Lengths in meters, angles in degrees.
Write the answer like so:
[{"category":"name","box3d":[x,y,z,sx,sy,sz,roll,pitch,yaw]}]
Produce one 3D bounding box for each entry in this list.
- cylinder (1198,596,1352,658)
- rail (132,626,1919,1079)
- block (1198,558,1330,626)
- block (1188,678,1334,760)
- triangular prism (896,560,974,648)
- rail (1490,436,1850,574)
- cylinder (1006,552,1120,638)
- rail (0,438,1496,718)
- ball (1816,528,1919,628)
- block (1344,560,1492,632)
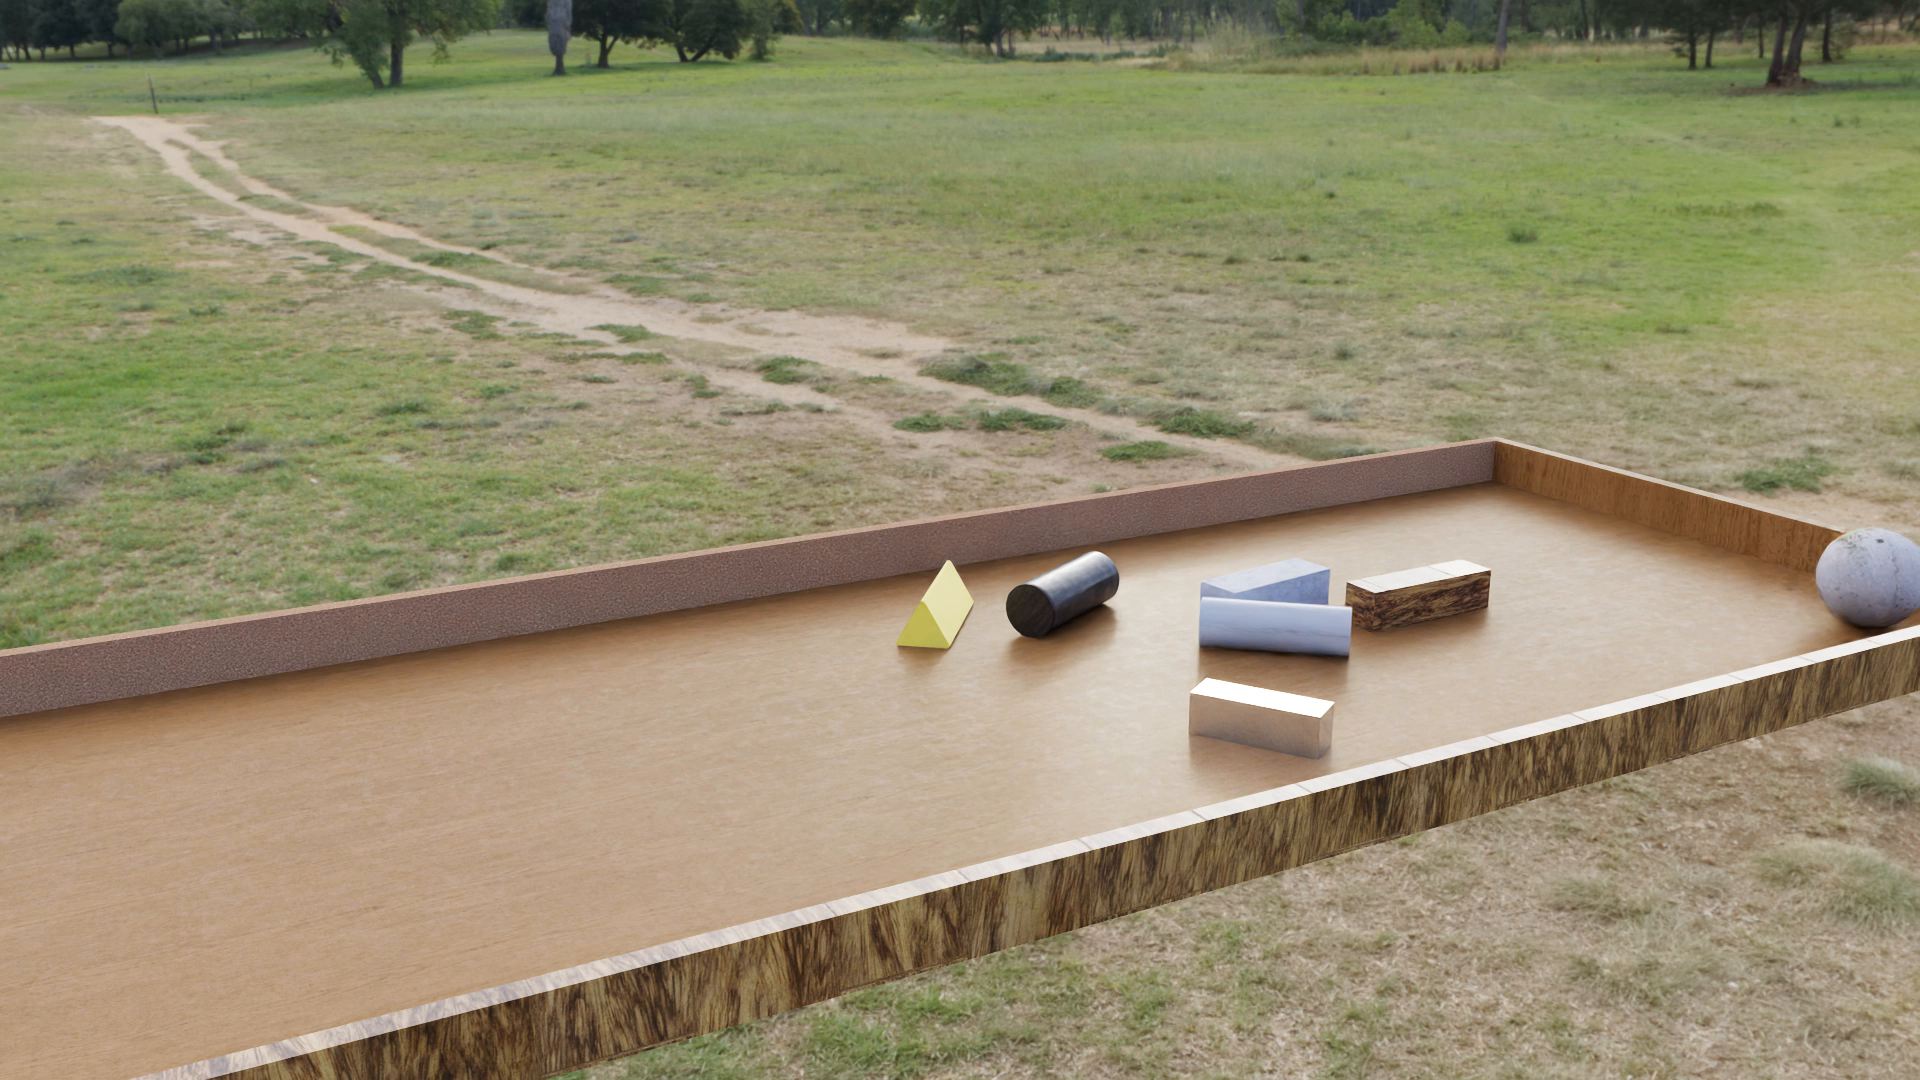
[{"category":"cylinder","box3d":[0.829,0.229,4.342,0.387,0.132,0.132,4,17,12]},{"category":"rail","box3d":[-2.336,1.006,1.665,12.000,0.150,0.050,-9,18,-27]},{"category":"block","box3d":[0.849,0.158,4.585,0.376,0.130,0.130,-12,20,-34]},{"category":"block","box3d":[0.689,0.408,3.782,0.308,0.103,0.103,9,19,28]},{"category":"triangular prism","box3d":[-0.065,0.170,4.544,0.144,0.125,0.372,3,17,10]},{"category":"rail","box3d":[2.466,-0.048,5.253,0.050,0.150,2.100,-9,18,-27]},{"category":"cylinder","box3d":[0.289,0.148,4.585,0.150,0.150,0.368,11,19,32]},{"category":"rail","box3d":[-3.305,0.497,3.399,12.000,0.150,0.050,-9,18,-27]},{"category":"ball","box3d":[2.497,0.103,4.517,0.275,0.275,0.275,0,16,0]},{"category":"block","box3d":[1.286,0.154,4.628,0.434,0.114,0.114,-9,19,-28]}]
